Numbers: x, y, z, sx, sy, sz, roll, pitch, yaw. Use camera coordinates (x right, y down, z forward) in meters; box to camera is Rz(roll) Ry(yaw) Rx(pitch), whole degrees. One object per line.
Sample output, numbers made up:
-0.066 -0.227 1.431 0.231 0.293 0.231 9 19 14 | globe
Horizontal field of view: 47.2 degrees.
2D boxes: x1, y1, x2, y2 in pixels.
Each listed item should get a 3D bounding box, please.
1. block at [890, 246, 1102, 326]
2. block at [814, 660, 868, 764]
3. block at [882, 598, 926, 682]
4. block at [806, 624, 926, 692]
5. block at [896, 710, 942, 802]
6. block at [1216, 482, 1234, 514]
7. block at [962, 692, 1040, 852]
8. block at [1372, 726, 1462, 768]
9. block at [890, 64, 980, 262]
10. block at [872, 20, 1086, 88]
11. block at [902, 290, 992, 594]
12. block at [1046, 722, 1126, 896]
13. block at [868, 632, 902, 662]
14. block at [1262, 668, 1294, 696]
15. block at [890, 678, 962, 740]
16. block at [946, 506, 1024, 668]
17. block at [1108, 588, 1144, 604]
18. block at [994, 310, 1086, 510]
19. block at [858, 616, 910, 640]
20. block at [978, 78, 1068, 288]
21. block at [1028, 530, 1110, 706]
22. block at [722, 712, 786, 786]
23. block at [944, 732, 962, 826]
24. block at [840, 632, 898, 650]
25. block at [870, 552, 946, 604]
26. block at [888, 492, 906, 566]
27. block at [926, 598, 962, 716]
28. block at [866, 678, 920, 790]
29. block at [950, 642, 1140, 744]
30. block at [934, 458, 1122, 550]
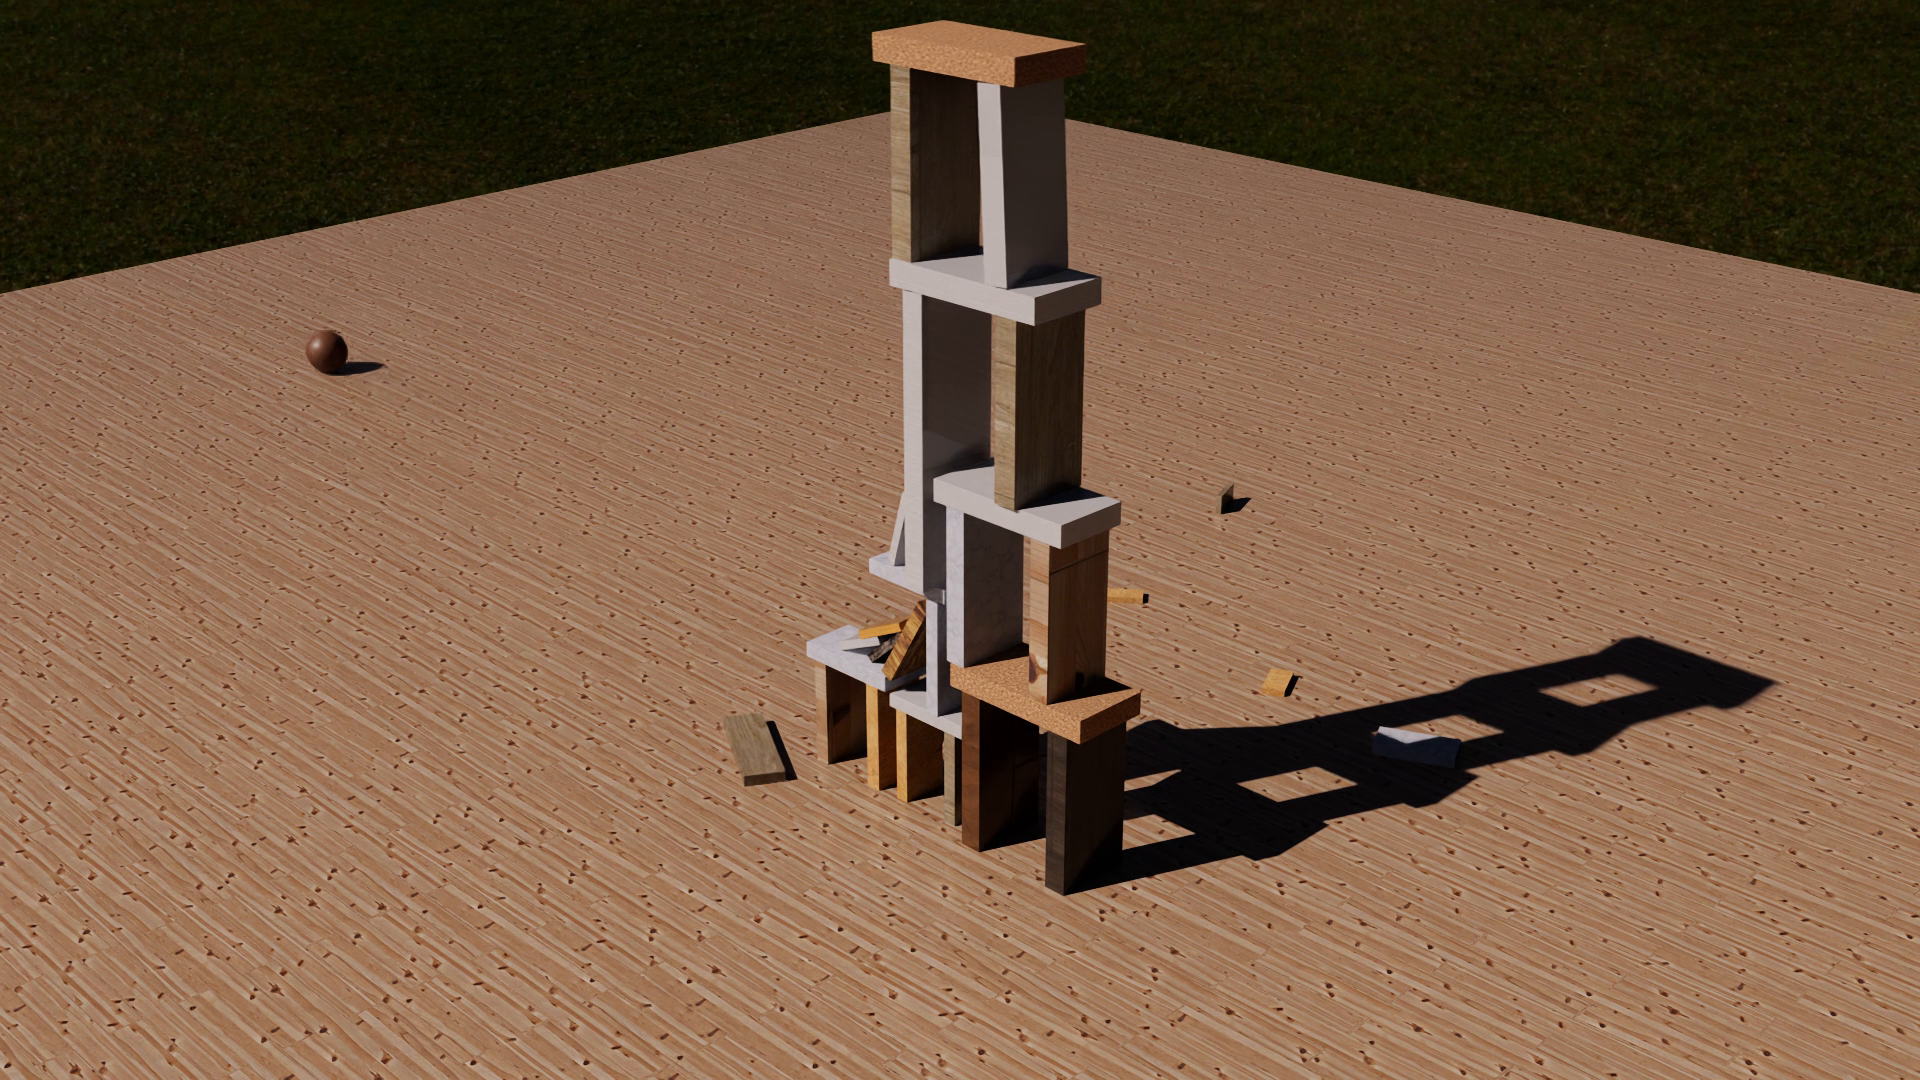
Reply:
0.061 -0.466 3.955 0.355 0.050 0.178 21 30 40 | block
-0.248 0.345 4.645 0.033 0.236 0.118 21 31 41 | block
-0.073 0.188 4.388 0.107 0.214 0.030 -21 61 -41 | block
-0.193 0.243 4.542 0.236 0.033 0.118 21 31 40 | block
-0.082 0.425 4.498 0.102 0.204 0.029 -21 31 -40 | block
0.718 -0.113 5.960 0.015 0.053 0.105 10 25 23 | block
0.080 0.428 4.320 0.168 0.337 0.048 -21 31 -40 | block
0.973 0.442 4.688 0.175 0.025 0.087 8 24 19 | block
-0.043 -0.693 3.977 0.175 0.351 0.050 -21 31 -40 | block
0.031 -0.849 3.828 0.176 0.050 0.351 -21 30 -40 | block
-0.023 -0.202 4.161 0.178 0.595 0.050 -20 30 -39 | block
0.239 0.490 4.174 0.048 0.337 0.168 21 31 41 | block
-0.128 0.207 4.456 0.064 0.018 0.129 -22 -10 -41 | block
0.720 0.323 4.981 0.053 0.015 0.105 8 24 18 | block
-0.033 0.336 4.408 0.204 0.029 0.102 21 31 40 | block
0.049 0.068 4.204 0.162 0.323 0.046 -21 31 -40 | block
0.398 0.137 5.418 0.105 0.015 0.053 3 23 6 | block
0.143 -0.248 3.961 0.178 0.356 0.050 -21 31 -40 | block
-0.140 0.175 4.448 0.064 0.018 0.129 -22 6 -42 | block
0.112 -0.631 3.829 0.050 0.351 0.175 15 27 38 | block
0.201 0.128 4.062 0.162 0.323 0.046 -21 31 -40 | block
-0.440 0.444 4.682 0.087 0.025 0.272 -6 24 -14 | block
0.015 0.462 4.410 0.029 0.204 0.102 21 31 41 | block
-0.183 0.202 4.508 0.064 0.018 0.129 -22 8 -41 | block
-0.067 0.066 4.328 0.107 0.030 0.214 -21 31 -40 | block
-0.082 -0.028 4.291 0.087 0.175 0.025 -12 47 -26 | block
-0.017 0.215 4.336 0.030 0.250 0.107 21 31 40 | block
-0.137 0.389 4.543 0.033 0.236 0.118 21 31 41 | block
0.160 0.282 4.173 0.168 0.048 0.337 -21 31 -41 | block
0.122 -0.071 4.059 0.323 0.046 0.162 21 31 41 | block
